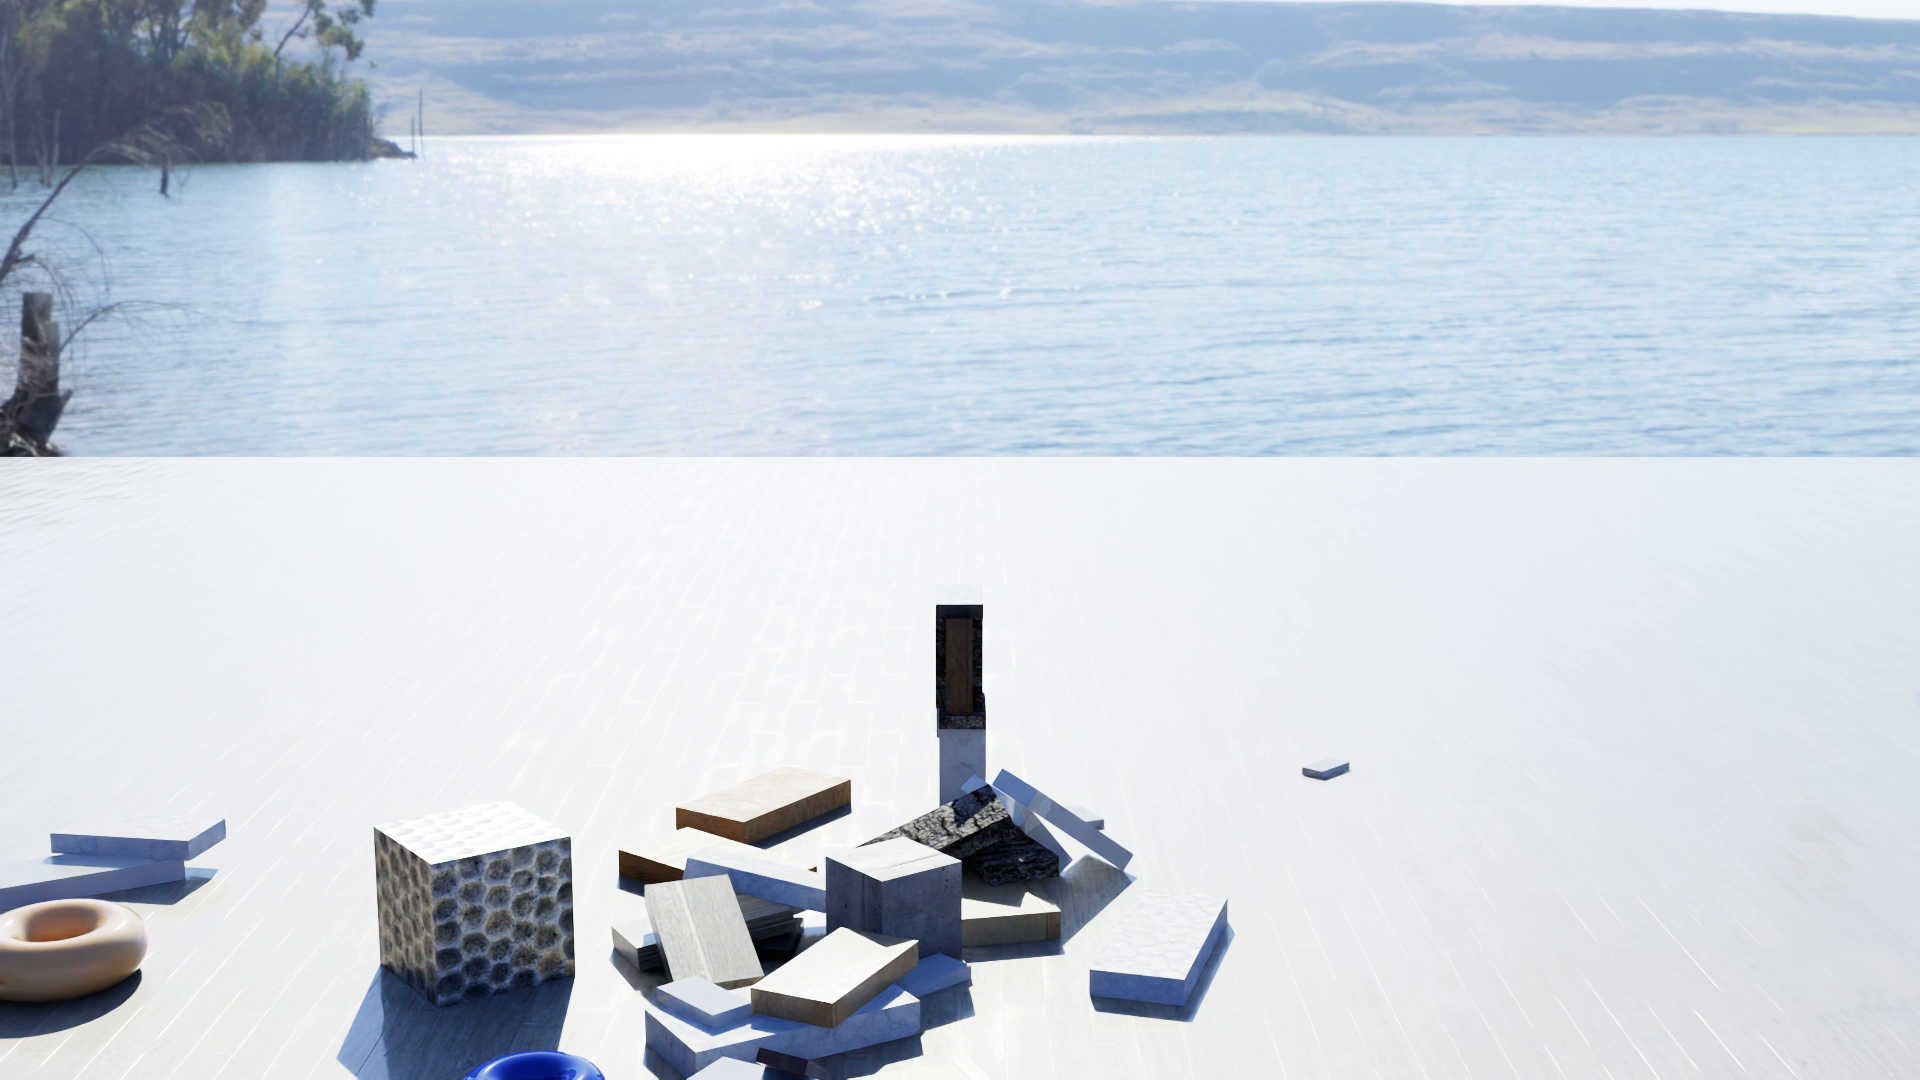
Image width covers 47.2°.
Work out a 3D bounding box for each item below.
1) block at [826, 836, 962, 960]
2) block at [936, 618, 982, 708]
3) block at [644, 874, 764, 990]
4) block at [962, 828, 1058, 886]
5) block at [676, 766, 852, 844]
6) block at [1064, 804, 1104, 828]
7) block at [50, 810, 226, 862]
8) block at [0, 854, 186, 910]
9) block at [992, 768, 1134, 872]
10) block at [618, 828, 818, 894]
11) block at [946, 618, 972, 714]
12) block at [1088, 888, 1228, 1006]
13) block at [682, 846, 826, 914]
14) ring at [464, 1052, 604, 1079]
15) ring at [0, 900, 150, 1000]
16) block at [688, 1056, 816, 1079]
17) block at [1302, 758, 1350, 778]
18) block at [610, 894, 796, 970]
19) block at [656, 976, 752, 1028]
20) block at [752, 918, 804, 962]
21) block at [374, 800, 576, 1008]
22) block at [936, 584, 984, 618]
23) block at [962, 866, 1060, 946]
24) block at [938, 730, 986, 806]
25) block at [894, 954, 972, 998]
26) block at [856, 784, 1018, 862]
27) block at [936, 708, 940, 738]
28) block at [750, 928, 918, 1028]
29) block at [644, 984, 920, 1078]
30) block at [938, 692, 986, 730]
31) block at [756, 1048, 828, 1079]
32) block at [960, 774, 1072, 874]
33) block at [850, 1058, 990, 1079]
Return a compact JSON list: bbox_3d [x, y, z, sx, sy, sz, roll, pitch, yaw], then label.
[{"bbox_3d":[-0.103,0.564,3.397,0.151,0.151,0.151,-8,13,-37],"label":"block"},{"bbox_3d":[-0.002,0.223,4.078,0.088,0.175,0.025,0,11,0],"label":"block"},{"bbox_3d":[-0.387,0.600,3.307,0.130,0.037,0.260,-5,28,-17],"label":"block"},{"bbox_3d":[0.056,0.521,3.701,0.122,0.035,0.245,-5,12,-24],"label":"block"},{"bbox_3d":[-0.361,0.491,4.081,0.159,0.045,0.319,7,13,33],"label":"block"},{"bbox_3d":[0.221,0.511,4.057,0.048,0.014,0.096,-5,12,-26],"label":"block"},{"bbox_3d":[-1.418,0.510,3.798,0.255,0.036,0.127,2,11,9],"label":"block"},{"bbox_3d":[-1.560,0.572,3.665,0.490,0.037,0.130,-6,12,-31],"label":"block"},{"bbox_3d":[0.177,0.480,3.770,0.245,0.035,0.122,36,-6,-31],"label":"block"},{"bbox_3d":[-0.411,0.558,3.717,0.319,0.045,0.159,9,14,40],"label":"block"},{"bbox_3d":[-0.001,0.231,4.028,0.048,0.177,0.014,0,11,0],"label":"block"},{"bbox_3d":[0.311,0.622,3.388,0.142,0.040,0.368,3,11,16],"label":"block"},{"bbox_3d":[-0.302,0.544,3.507,0.255,0.036,0.127,12,1,6],"label":"block"},{"bbox_3d":[-0.550,0.715,2.821,0.197,0.066,0.197,-1,10,0],"label":"ring"},{"bbox_3d":[-1.354,0.615,3.301,0.261,0.087,0.261,1,12,0],"label":"ring"},{"bbox_3d":[-0.321,0.741,2.720,0.172,0.049,0.344,6,12,28],"label":"block"},{"bbox_3d":[0.727,0.453,4.371,0.048,0.014,0.096,10,14,43],"label":"block"},{"bbox_3d":[-0.400,0.604,3.423,0.255,0.036,0.127,-10,11,-25],"label":"block"},{"bbox_3d":[-0.357,0.643,3.065,0.067,0.019,0.134,-9,14,-41],"label":"block"},{"bbox_3d":[-0.289,0.623,3.435,0.071,0.020,0.142,1,11,4],"label":"block"},{"bbox_3d":[-0.733,0.544,3.317,0.220,0.220,0.220,-8,13,-36],"label":"block"},{"bbox_3d":[-0.001,0.114,4.117,0.088,0.025,0.175,0,11,0],"label":"block"},{"bbox_3d":[0.044,0.581,3.596,0.159,0.045,0.319,-2,11,-13],"label":"block"},{"bbox_3d":[0.005,0.427,4.073,0.087,0.174,0.025,0,11,0],"label":"block"},{"bbox_3d":[-0.059,0.652,3.278,0.142,0.020,0.071,-10,14,-42],"label":"block"},{"bbox_3d":[-0.055,0.510,3.668,0.284,0.040,0.142,-25,19,-7],"label":"block"},{"bbox_3d":[-0.002,0.246,4.201,0.088,0.266,0.025,0,11,0],"label":"block"},{"bbox_3d":[-0.175,0.621,3.134,0.130,0.037,0.260,5,12,25],"label":"block"},{"bbox_3d":[-0.248,0.674,3.081,0.344,0.049,0.172,-6,12,-30],"label":"block"},{"bbox_3d":[0.005,0.318,4.112,0.087,0.025,0.174,0,11,0],"label":"block"},{"bbox_3d":[-0.219,0.689,2.878,0.067,0.019,0.134,11,-17,12],"label":"block"},{"bbox_3d":[0.097,0.496,3.854,0.035,0.122,0.245,-44,24,-11],"label":"block"},{"bbox_3d":[-0.002,0.743,2.714,0.172,0.049,0.344,-4,11,-22],"label":"block"}]
